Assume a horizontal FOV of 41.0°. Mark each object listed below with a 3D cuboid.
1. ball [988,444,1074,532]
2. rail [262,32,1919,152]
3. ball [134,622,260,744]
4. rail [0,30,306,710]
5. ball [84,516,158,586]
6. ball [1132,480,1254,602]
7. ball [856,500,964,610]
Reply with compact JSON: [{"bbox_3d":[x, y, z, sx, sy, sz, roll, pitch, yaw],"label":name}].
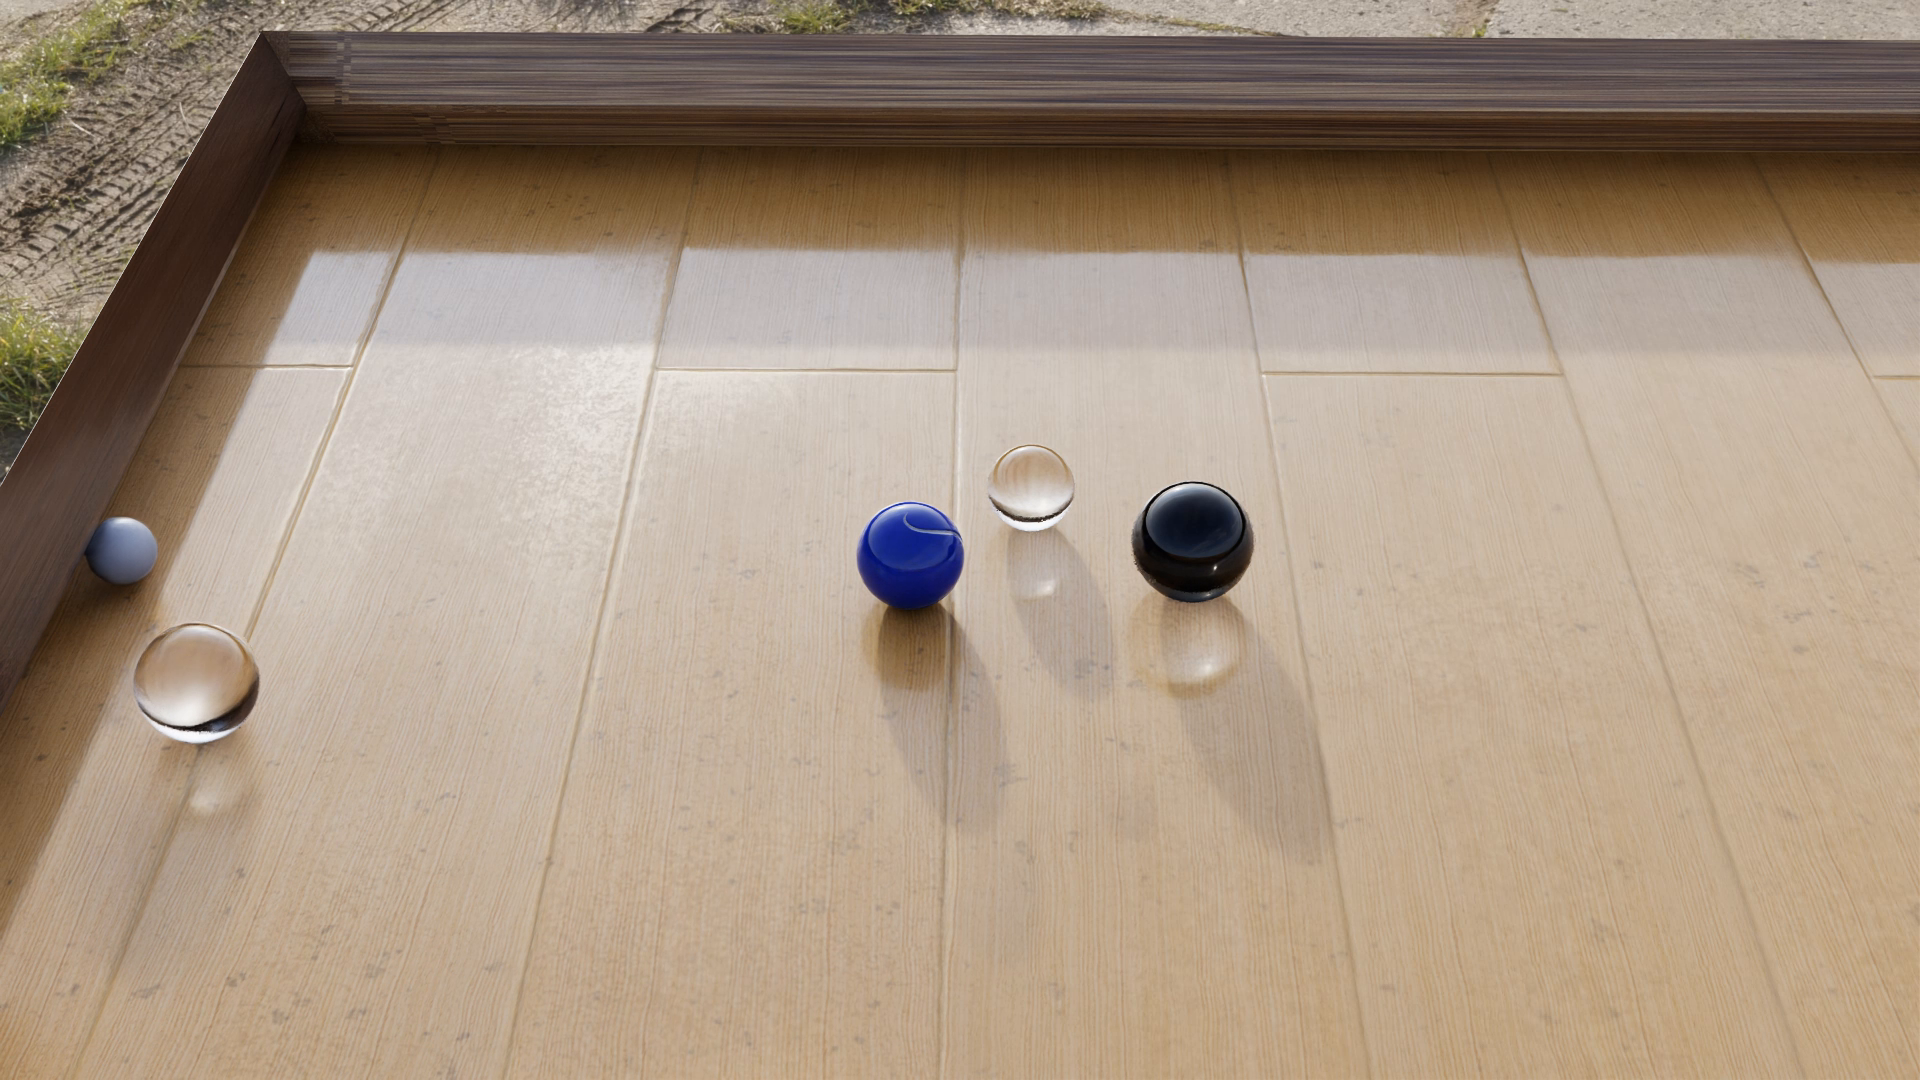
[{"bbox_3d":[0.053,-0.039,1.919,0.066,0.066,0.066,0,35,0],"label":"ball"},{"bbox_3d":[0.674,-0.406,2.398,2.658,0.114,0.045,0,35,1],"label":"rail"},{"bbox_3d":[-0.510,0.095,1.714,0.081,0.081,0.081,0,35,0],"label":"ball"},{"bbox_3d":[-0.641,-0.023,1.853,0.045,0.114,1.415,0,35,1],"label":"rail"},{"bbox_3d":[-0.610,0.008,1.866,0.050,0.050,0.050,0,35,0],"label":"ball"},{"bbox_3d":[0.167,0.001,1.843,0.088,0.088,0.088,0,35,0],"label":"ball"},{"bbox_3d":[-0.036,0.011,1.837,0.078,0.078,0.078,0,35,0],"label":"ball"}]
